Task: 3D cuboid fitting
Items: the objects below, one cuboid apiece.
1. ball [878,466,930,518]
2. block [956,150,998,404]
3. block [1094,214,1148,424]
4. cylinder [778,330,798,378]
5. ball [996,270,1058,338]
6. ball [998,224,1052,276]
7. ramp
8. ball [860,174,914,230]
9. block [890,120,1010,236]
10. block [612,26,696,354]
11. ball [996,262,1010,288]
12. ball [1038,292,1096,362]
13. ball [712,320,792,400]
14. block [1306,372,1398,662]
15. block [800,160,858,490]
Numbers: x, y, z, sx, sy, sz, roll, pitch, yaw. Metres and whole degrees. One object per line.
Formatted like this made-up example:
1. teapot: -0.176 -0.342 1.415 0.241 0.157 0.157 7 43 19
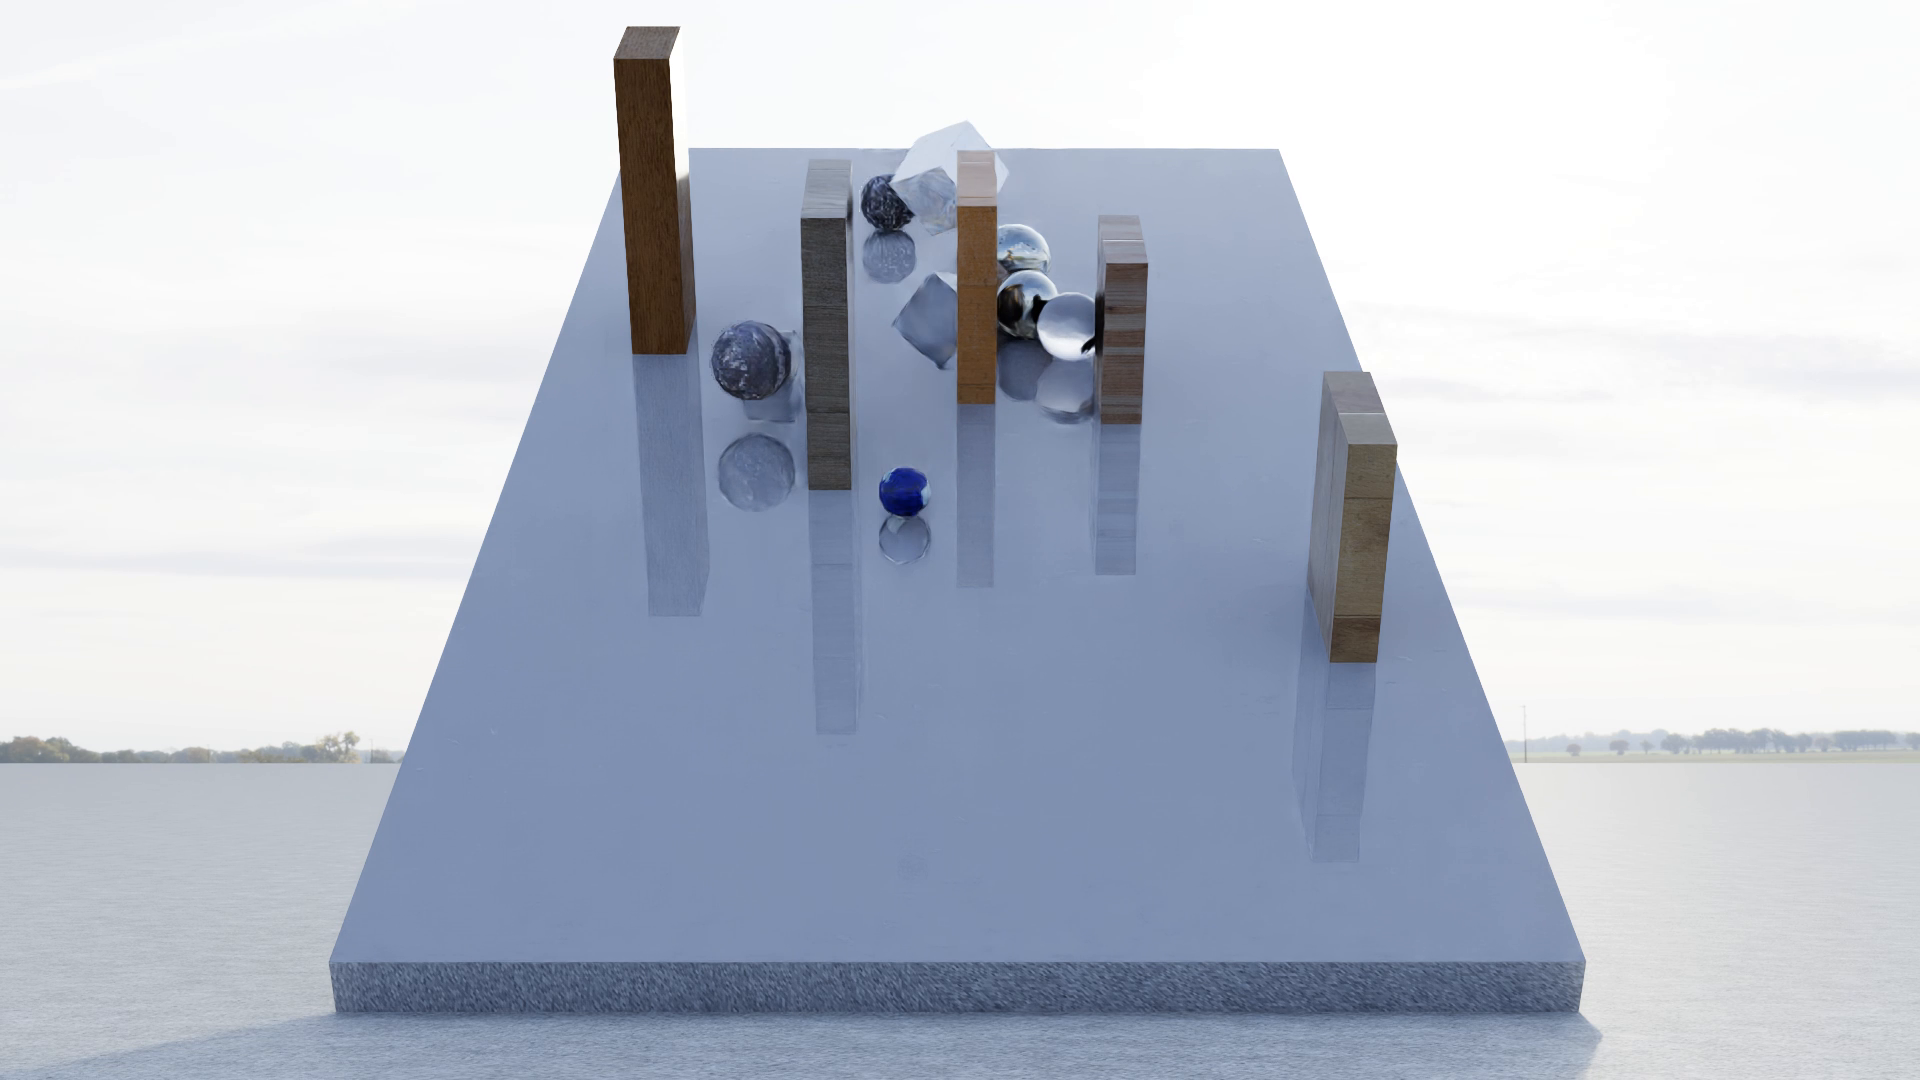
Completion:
1. ball: -0.120 -0.103 5.129 0.113 0.113 0.113 0 -5 0
2. block: 0.039 -0.632 5.719 0.091 0.495 0.390 0 28 0
3. block: 0.376 -0.520 5.611 0.095 0.401 0.312 0 28 0
4. cylinder: -0.458 -0.452 5.778 0.114 0.114 0.114 3 -5 8
5. ball: 0.167 -0.591 5.975 0.169 0.169 0.169 0 -5 0
6. ball: 0.141 -0.726 6.205 0.191 0.191 0.191 0 -5 0
7. ramp: -0.011 -0.223 5.582 2.000 0.100 4.000 0 28 0
8. ball: -0.198 -0.944 6.663 0.160 0.160 0.160 0 -5 0
9. block: -0.028 -0.979 6.454 0.194 0.194 0.194 -12 -50 43
10. block: -0.746 -0.856 5.865 0.133 0.750 0.275 0 28 0
11. ball: 0.060 -0.649 6.078 0.141 0.141 0.141 0 -5 0
12. ball: 0.275 -0.524 5.862 0.171 0.171 0.171 0 -5 0
13. ball: -0.483 -0.415 5.525 0.185 0.185 0.185 0 -5 0
14. block: 0.760 -0.047 4.650 0.091 0.468 0.331 0 28 0
15. block: -0.287 -0.478 5.278 0.095 0.634 0.373 0 28 0
